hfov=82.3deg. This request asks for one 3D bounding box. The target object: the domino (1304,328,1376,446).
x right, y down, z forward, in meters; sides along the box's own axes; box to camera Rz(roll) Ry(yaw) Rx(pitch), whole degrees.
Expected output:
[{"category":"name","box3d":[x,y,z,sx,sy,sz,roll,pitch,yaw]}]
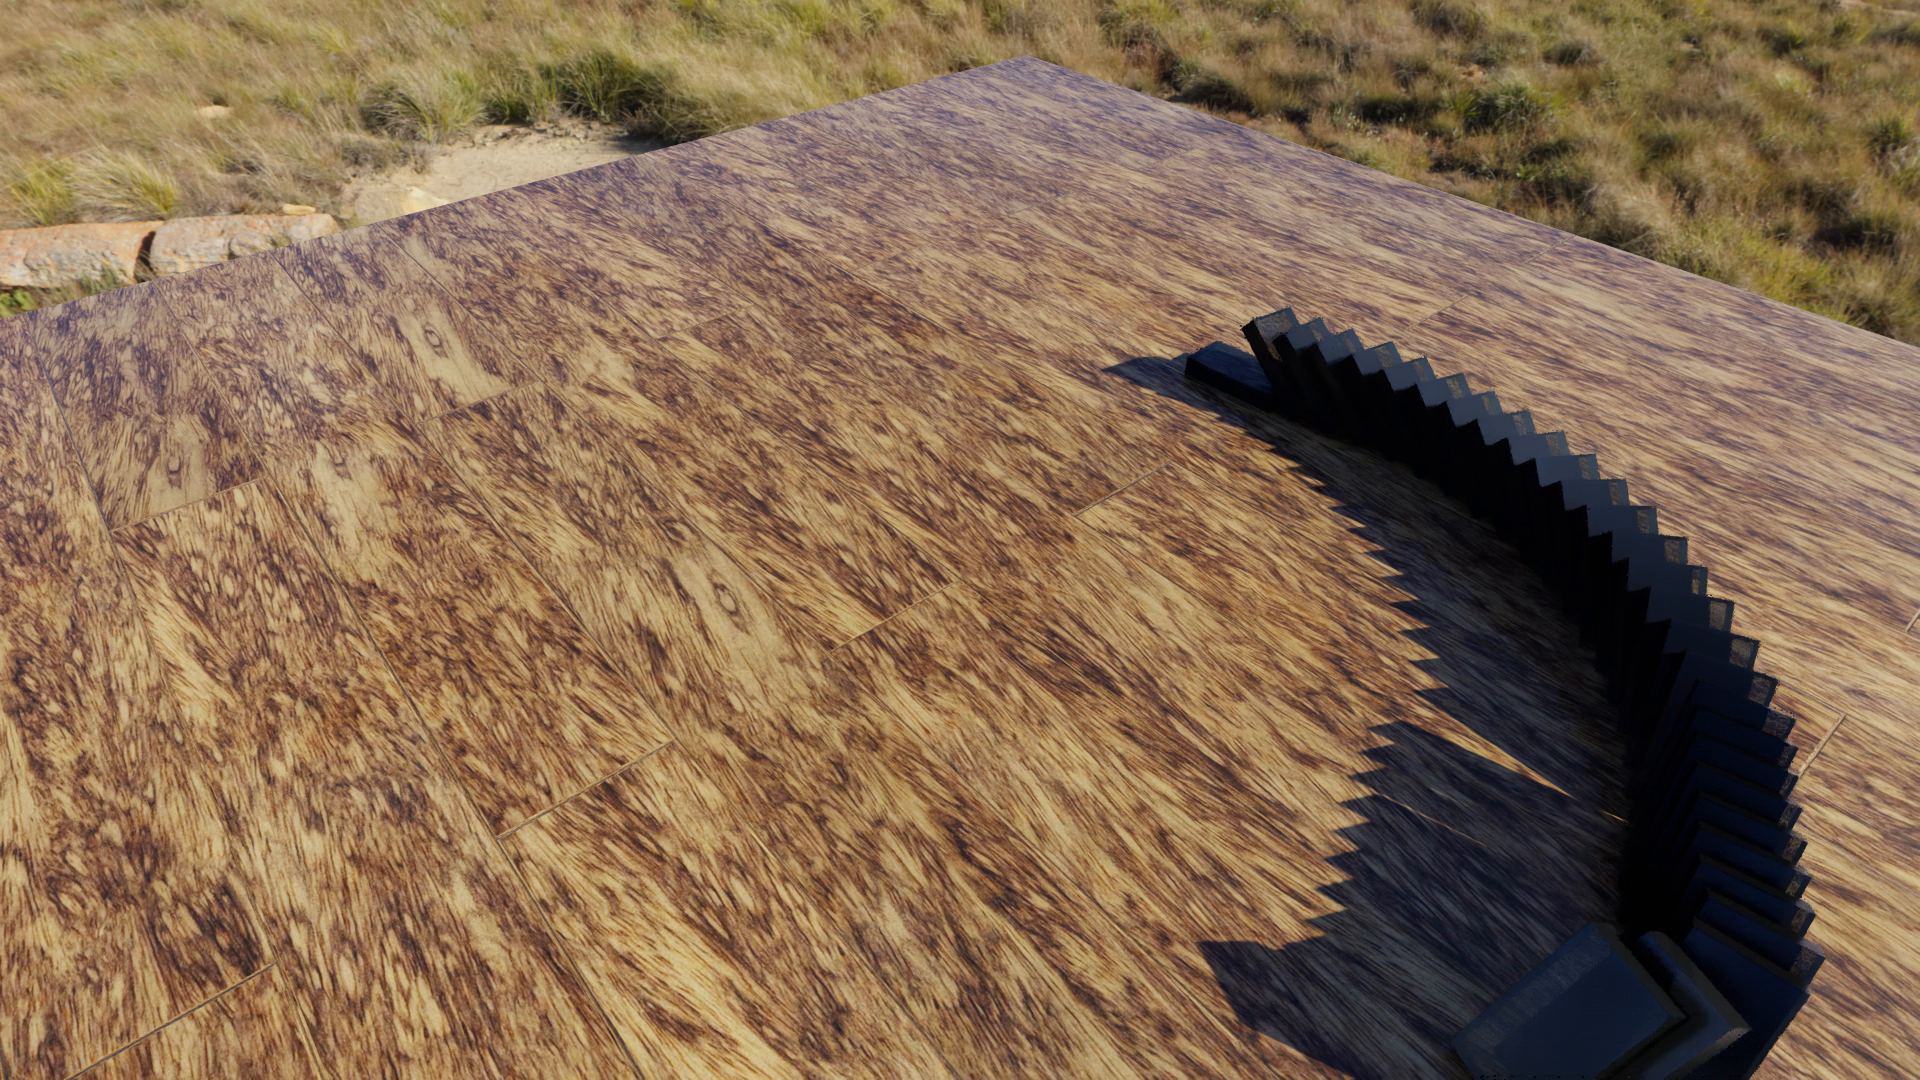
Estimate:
[{"category":"domino","box3d":[0.182,-0.070,0.507,0.025,0.009,0.050,-23,82,-26]}]

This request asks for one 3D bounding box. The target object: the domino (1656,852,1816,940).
[{"category":"domino","box3d":[0.191,0.109,0.281,0.025,0.050,0.010,26,13,27]}]

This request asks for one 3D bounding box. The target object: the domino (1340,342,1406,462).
[{"category":"domino","box3d":[0.195,-0.063,0.498,0.025,0.009,0.050,-20,81,-22]}]

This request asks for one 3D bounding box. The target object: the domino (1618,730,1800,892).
[{"category":"domino","box3d":[0.212,0.083,0.313,0.025,0.050,0.009,25,12,27]}]

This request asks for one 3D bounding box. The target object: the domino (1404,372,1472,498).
[{"category":"domino","box3d":[0.215,-0.046,0.477,0.025,0.010,0.050,-14,78,-16]}]

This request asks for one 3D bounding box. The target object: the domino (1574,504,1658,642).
[{"category":"domino","box3d":[0.242,0.013,0.405,0.025,0.009,0.050,2,79,3]}]

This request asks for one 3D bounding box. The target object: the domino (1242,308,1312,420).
[{"category":"domino","box3d":[0.157,-0.084,0.523,0.025,0.010,0.050,-22,82,-26]}]

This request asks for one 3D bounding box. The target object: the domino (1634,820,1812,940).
[{"category":"domino","box3d":[0.196,0.102,0.289,0.025,0.050,0.009,25,12,27]}]

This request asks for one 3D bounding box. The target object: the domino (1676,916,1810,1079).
[{"category":"domino","box3d":[0.177,0.120,0.266,0.025,0.050,0.010,32,15,29]}]

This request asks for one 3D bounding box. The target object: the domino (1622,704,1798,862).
[{"category":"domino","box3d":[0.218,0.076,0.321,0.025,0.050,0.009,25,11,27]}]

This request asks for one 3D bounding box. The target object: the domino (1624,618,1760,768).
[{"category":"domino","box3d":[0.236,0.053,0.355,0.025,0.009,0.050,18,83,20]}]

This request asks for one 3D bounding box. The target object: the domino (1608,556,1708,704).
[{"category":"domino","box3d":[0.241,0.033,0.380,0.025,0.009,0.050,8,80,10]}]

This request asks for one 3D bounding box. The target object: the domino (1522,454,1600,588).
[{"category":"domino","box3d":[0.238,-0.008,0.429,0.025,0.009,0.050,-4,79,-5]}]

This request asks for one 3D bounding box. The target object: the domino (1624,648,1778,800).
[{"category":"domino","box3d":[0.231,0.062,0.343,0.025,0.009,0.050,22,85,24]}]

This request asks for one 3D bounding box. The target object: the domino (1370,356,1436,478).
[{"category":"domino","box3d":[0.205,-0.055,0.488,0.025,0.009,0.050,-17,80,-20]}]

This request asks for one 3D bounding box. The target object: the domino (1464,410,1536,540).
[{"category":"domino","box3d":[0.229,-0.027,0.454,0.025,0.009,0.050,-10,78,-12]}]

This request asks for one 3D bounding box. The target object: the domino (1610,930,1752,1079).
[{"category":"domino","box3d":[0.159,0.121,0.266,0.009,0.050,0.025,16,30,-31]}]

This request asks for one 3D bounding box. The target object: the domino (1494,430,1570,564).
[{"category":"domino","box3d":[0.234,-0.017,0.441,0.025,0.009,0.050,-7,79,-8]}]

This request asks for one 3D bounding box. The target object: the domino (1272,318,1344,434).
[{"category":"domino","box3d":[0.170,-0.077,0.515,0.025,0.009,0.050,-24,83,-26]}]

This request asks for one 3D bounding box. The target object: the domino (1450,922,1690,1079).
[{"category":"domino","box3d":[0.147,0.119,0.268,0.010,0.050,0.025,16,30,-32]}]

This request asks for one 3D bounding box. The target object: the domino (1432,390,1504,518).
[{"category":"domino","box3d":[0.222,-0.036,0.466,0.025,0.009,0.050,-12,78,-15]}]

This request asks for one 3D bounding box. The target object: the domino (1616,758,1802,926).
[{"category":"domino","box3d":[0.207,0.089,0.305,0.025,0.050,0.009,25,12,27]}]

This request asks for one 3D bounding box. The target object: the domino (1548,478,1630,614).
[{"category":"domino","box3d":[0.241,0.002,0.417,0.025,0.010,0.050,-1,79,-1]}]

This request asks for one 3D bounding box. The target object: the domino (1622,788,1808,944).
[{"category":"domino","box3d":[0.202,0.096,0.297,0.025,0.050,0.009,25,12,27]}]

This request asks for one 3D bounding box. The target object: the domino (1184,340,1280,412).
[{"category":"domino","box3d":[0.139,-0.081,0.543,0.025,0.010,0.050,-30,48,-32]}]

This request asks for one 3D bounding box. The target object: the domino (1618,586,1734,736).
[{"category":"domino","box3d":[0.239,0.043,0.367,0.025,0.010,0.050,12,82,14]}]

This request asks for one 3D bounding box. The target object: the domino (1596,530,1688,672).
[{"category":"domino","box3d":[0.243,0.023,0.392,0.025,0.010,0.050,7,79,8]}]

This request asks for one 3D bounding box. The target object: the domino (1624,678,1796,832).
[{"category":"domino","box3d":[0.223,0.070,0.329,0.025,0.050,0.009,25,11,27]}]

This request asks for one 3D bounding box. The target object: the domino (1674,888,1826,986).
[{"category":"domino","box3d":[0.186,0.115,0.272,0.025,0.050,0.010,28,14,27]}]
